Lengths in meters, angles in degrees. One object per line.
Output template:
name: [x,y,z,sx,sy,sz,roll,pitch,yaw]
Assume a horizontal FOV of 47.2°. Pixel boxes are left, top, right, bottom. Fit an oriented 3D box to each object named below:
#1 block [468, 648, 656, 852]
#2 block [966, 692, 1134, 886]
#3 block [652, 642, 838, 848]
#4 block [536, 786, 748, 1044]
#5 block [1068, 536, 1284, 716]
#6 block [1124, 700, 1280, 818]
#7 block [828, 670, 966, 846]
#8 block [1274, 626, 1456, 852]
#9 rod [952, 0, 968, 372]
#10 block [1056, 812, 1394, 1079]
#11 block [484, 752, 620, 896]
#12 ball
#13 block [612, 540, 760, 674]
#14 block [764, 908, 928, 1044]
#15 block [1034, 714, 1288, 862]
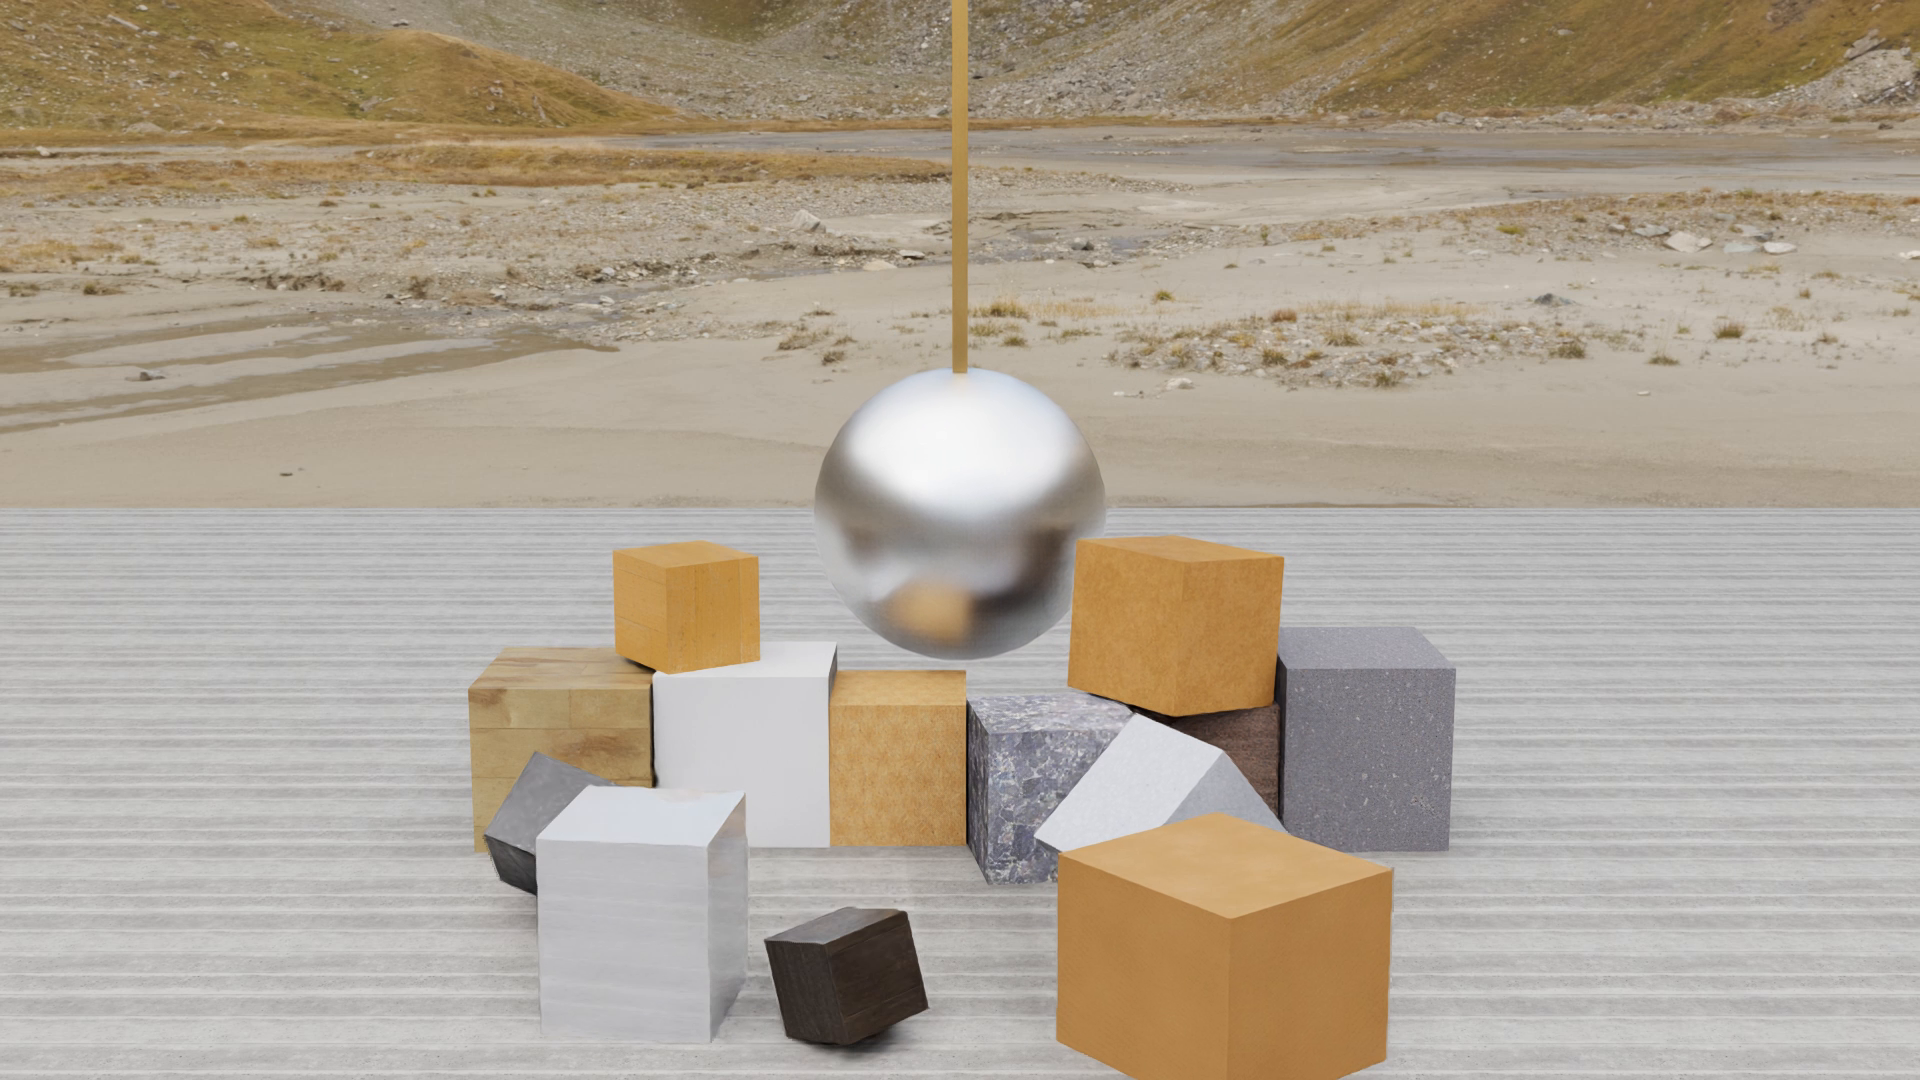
block: [-1.979,1.066,11.354,0.890,0.840,0.909,0,10,0]
block: [0.459,1.210,10.822,0.761,0.748,0.690,-2,10,-8]
block: [-1.089,1.042,11.373,0.871,0.880,0.782,0,10,0]
block: [-1.278,1.511,8.975,0.682,0.813,0.730,1,10,6]
block: [1.081,0.414,11.070,0.690,0.753,0.782,-2,9,-38]
block: [1.211,1.129,11.370,0.756,0.709,0.690,0,10,-2]
block: [-0.311,1.117,11.382,0.685,0.731,0.737,0,10,0]
block: [2.022,1.011,11.378,0.834,0.940,0.949,0,10,-1]
rod: [0.000,-3.373,10.928,0.080,5.200,0.080,0,18,0]
block: [1.014,1.615,8.523,0.875,0.772,0.934,-8,13,-38]
block: [-1.805,1.345,10.022,0.480,0.472,0.459,20,57,13]
ball: [0.000,-0.143,11.987,1.600,1.600,1.600,0,10,0]
block: [-1.405,0.336,11.287,0.528,0.542,0.581,-7,13,-35]
block: [-0.449,1.713,8.682,0.412,0.401,0.411,-16,4,-40]
block: [0.896,1.307,9.551,0.717,0.679,0.604,-48,32,-15]
